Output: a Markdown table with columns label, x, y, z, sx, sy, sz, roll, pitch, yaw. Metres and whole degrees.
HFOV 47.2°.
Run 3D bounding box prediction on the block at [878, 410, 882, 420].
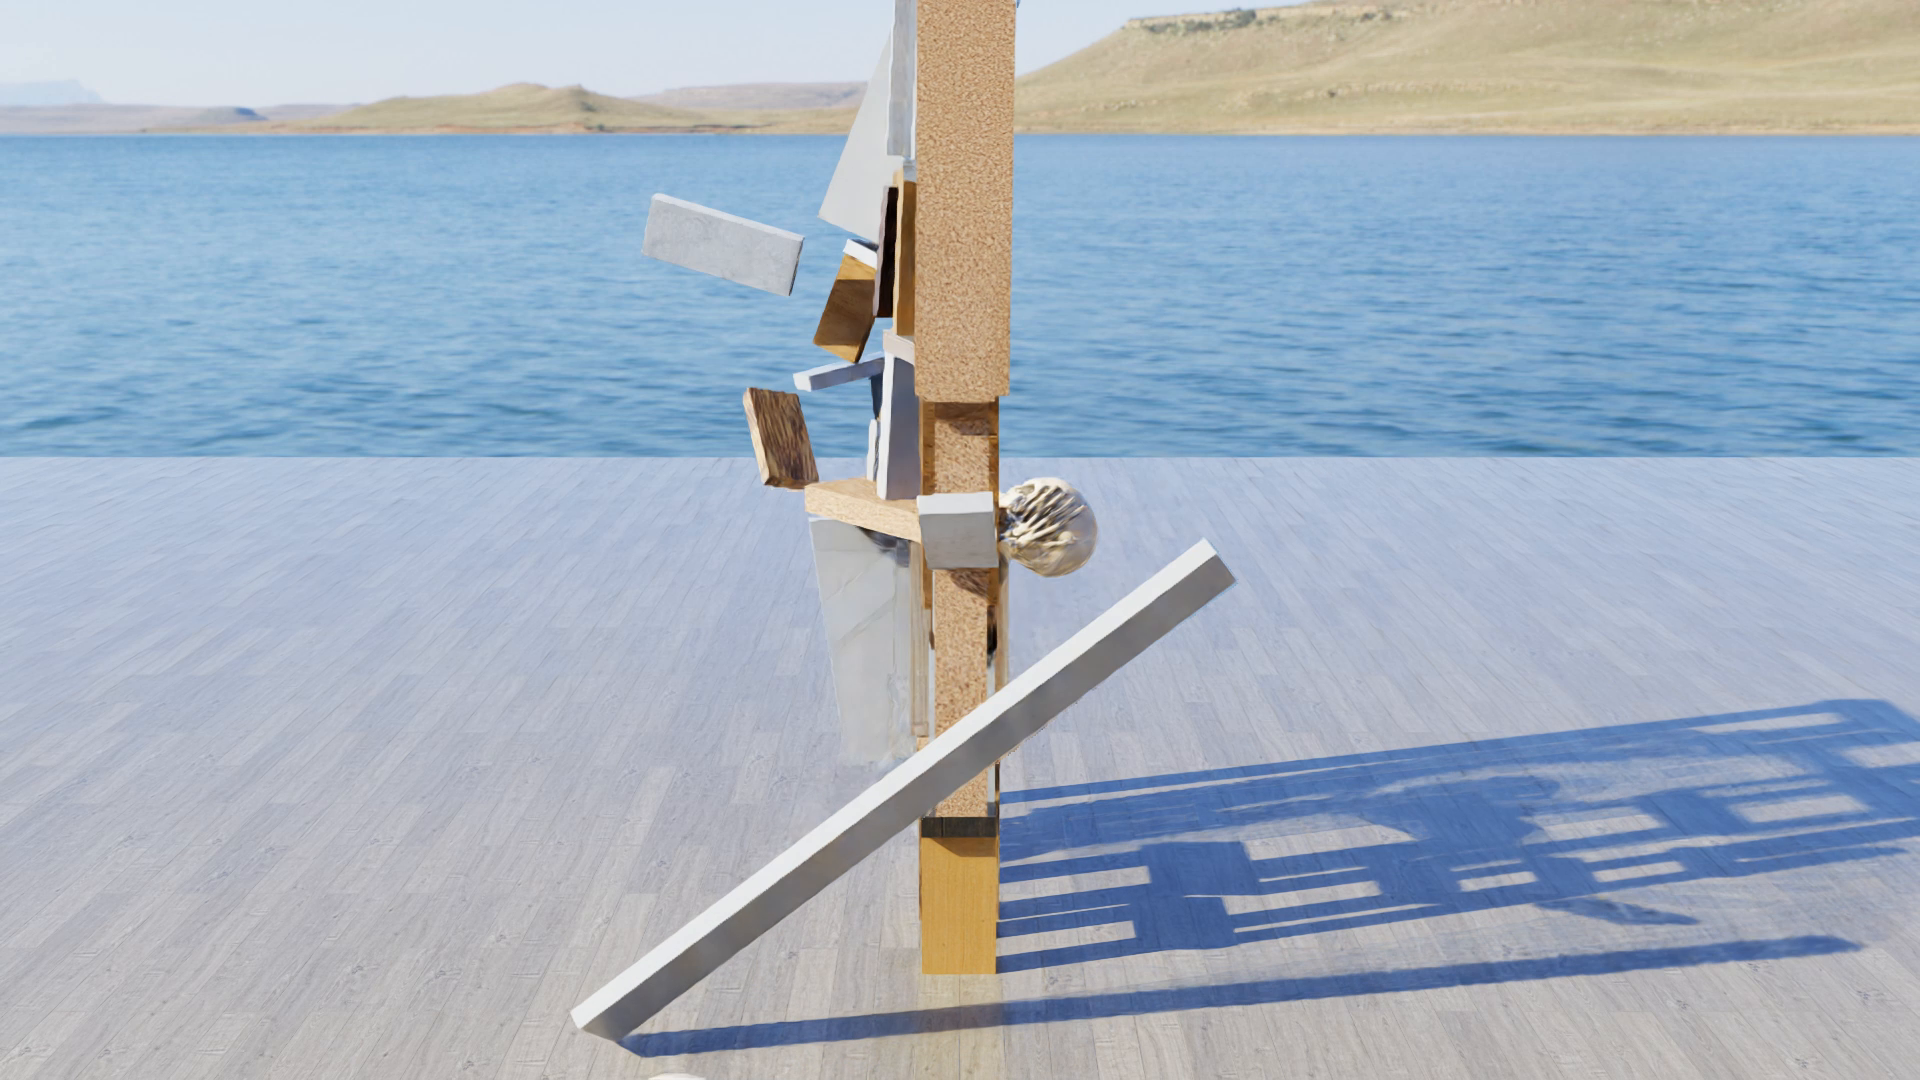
| label | x | y | z | sx | sy | sz | roll | pitch | yaw |
| --- | --- | --- | --- | --- | --- | --- | --- | --- | --- |
| block | -0.080 | -0.194 | 3.619 | 0.102 | 0.014 | 0.051 | 15 | -6 | -17 |

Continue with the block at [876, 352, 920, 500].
| label | x | y | z | sx | sy | sz | roll | pitch | yaw |
| --- | --- | --- | --- | --- | --- | --- | --- | --- | --- |
| block | -0.067 | -0.186 | 3.555 | 0.119 | 0.238 | 0.034 | -4 | 19 | -26 |

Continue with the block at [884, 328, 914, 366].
| label | x | y | z | sx | sy | sz | roll | pitch | yaw |
| --- | --- | --- | --- | --- | --- | --- | --- | --- | --- |
| block | -0.031 | -0.298 | 3.438 | 0.119 | 0.034 | 0.238 | -2 | 13 | -17 |

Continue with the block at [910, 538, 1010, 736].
| label | x | y | z | sx | sy | sz | roll | pitch | yaw |
| --- | --- | --- | --- | --- | --- | --- | --- | --- | --- |
| block | -0.002 | 0.155 | 3.525 | 0.157 | 0.314 | 0.044 | 0 | 9 | -3 |

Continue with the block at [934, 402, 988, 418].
| label | x | y | z | sx | sy | sz | roll | pitch | yaw |
| --- | --- | --- | --- | --- | --- | --- | --- | --- | --- |
| block | 0.003 | -0.198 | 3.205 | 0.077 | 0.022 | 0.154 | 0 | 11 | 1 |

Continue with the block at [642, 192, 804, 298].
| label | x | y | z | sx | sy | sz | roll | pitch | yaw |
| --- | --- | --- | --- | --- | --- | --- | --- | --- | --- |
| block | -0.400 | -0.497 | 3.706 | 0.260 | 0.103 | 0.029 | 17 | 28 | 1 |

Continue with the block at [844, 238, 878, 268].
| label | x | y | z | sx | sy | sz | roll | pitch | yaw |
| --- | --- | --- | --- | --- | --- | --- | --- | --- | --- |
| block | -0.124 | -0.489 | 3.813 | 0.085 | 0.024 | 0.170 | 29 | 16 | 20 |

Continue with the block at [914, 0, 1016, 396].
| label | x | y | z | sx | sy | sz | roll | pitch | yaw |
| --- | --- | --- | --- | --- | --- | --- | --- | --- | --- |
| block | 0.006 | -0.512 | 3.172 | 0.139 | 0.605 | 0.039 | 1 | 11 | 0 |

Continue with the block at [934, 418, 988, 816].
| label | x | y | z | sx | sy | sz | roll | pitch | yaw |
| --- | --- | --- | --- | --- | --- | --- | --- | --- | --- |
| block | 0.002 | 0.114 | 3.211 | 0.077 | 0.595 | 0.022 | 0 | 10 | -1 |

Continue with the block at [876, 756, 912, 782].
| label | x | y | z | sx | sy | sz | roll | pitch | yaw |
| --- | --- | --- | --- | --- | --- | --- | --- | --- | --- |
| block | -0.105 | 0.393 | 3.852 | 0.080 | 0.023 | 0.159 | -32 | 7 | 0 |

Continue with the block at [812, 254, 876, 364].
| label | x | y | z | sx | sy | sz | roll | pitch | yaw |
| --- | --- | --- | --- | --- | --- | --- | --- | --- | --- |
| block | -0.186 | -0.400 | 3.792 | 0.085 | 0.170 | 0.024 | 28 | 22 | 16 |

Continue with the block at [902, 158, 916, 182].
| label | x | y | z | sx | sy | sz | roll | pitch | yaw |
| --- | --- | --- | --- | --- | --- | --- | --- | --- | --- |
| block | -0.008 | -0.557 | 3.339 | 0.119 | 0.034 | 0.239 | 1 | 12 | -11 |

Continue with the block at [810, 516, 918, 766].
| label | x | y | z | sx | sy | sz | roll | pitch | yaw |
| --- | --- | --- | --- | --- | --- | --- | --- | --- | --- |
| block | -0.147 | 0.163 | 3.765 | 0.157 | 0.428 | 0.044 | -9 | 9 | -3 |

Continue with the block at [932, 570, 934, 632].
| label | x | y | z | sx | sy | sz | roll | pitch | yaw |
| --- | --- | --- | --- | --- | --- | --- | --- | --- | --- |
| block | -0.004 | 0.061 | 3.242 | 0.075 | 0.150 | 0.021 | 0 | 11 | 0 |

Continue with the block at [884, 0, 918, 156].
| label | x | y | z | sx | sy | sz | roll | pitch | yaw |
| --- | --- | --- | --- | --- | --- | --- | --- | --- | --- |
| block | -0.018 | -0.772 | 3.419 | 0.176 | 0.353 | 0.050 | 2 | 12 | -6 |

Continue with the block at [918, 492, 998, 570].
| label | x | y | z | sx | sy | sz | roll | pitch | yaw |
| --- | --- | --- | --- | --- | --- | --- | --- | --- | --- |
| block | -0.001 | -0.011 | 3.079 | 0.102 | 0.029 | 0.204 | -3 | -22 | 2 |

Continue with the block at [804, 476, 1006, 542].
| label | x | y | z | sx | sy | sz | roll | pitch | yaw |
| --- | --- | --- | --- | --- | --- | --- | --- | --- | --- |
| block | -0.092 | -0.051 | 3.598 | 0.157 | 0.044 | 0.314 | -11 | 18 | -44 |

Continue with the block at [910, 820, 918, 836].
| label | x | y | z | sx | sy | sz | roll | pitch | yaw |
| --- | --- | --- | --- | --- | --- | --- | --- | --- | --- |
| block | -0.051 | 0.474 | 3.803 | 0.080 | 0.159 | 0.023 | -32 | 3 | -2 |

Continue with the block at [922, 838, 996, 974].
| label | x | y | z | sx | sy | sz | roll | pitch | yaw |
| --- | --- | --- | --- | --- | --- | --- | --- | --- | --- |
| block | -0.002 | 0.543 | 3.313 | 0.111 | 0.222 | 0.031 | 0 | 11 | -1 |

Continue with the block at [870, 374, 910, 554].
| label | x | y | z | sx | sy | sz | roll | pitch | yaw |
| --- | --- | --- | --- | --- | --- | --- | --- | --- | --- |
| block | -0.091 | -0.046 | 3.906 | 0.027 | 0.518 | 0.095 | -9 | 4 | -43 |

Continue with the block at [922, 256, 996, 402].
| label | x | y | z | sx | sy | sz | roll | pitch | yaw |
| --- | --- | --- | --- | --- | --- | --- | --- | --- | --- |
| block | -0.001 | -0.299 | 3.129 | 0.102 | 0.204 | 0.029 | 0 | 11 | -1 |

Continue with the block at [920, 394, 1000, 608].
| label | x | y | z | sx | sy | sz | roll | pitch | yaw |
| --- | --- | --- | --- | --- | --- | --- | --- | --- | --- |
| block | -0.001 | -0.080 | 3.399 | 0.119 | 0.369 | 0.034 | -2 | 10 | -9 |

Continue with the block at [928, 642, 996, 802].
| label | x | y | z | sx | sy | sz | roll | pitch | yaw |
| --- | --- | --- | --- | --- | --- | --- | --- | --- | --- |
| block | 0.003 | 0.275 | 3.313 | 0.099 | 0.241 | 0.028 | 0 | 10 | -1 |

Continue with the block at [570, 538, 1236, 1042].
| label | x | y | z | sx | sy | sz | roll | pitch | yaw |
| --- | --- | --- | --- | --- | --- | --- | --- | --- | --- |
| block | -0.078 | 0.349 | 2.989 | 0.029 | 1.075 | 0.102 | 56 | 5 | 32 |

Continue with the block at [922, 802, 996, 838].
| label | x | y | z | sx | sy | sz | roll | pitch | yaw |
| --- | --- | --- | --- | --- | --- | --- | --- | --- | --- |
| block | -0.003 | 0.405 | 3.362 | 0.111 | 0.031 | 0.222 | 0 | 11 | -1 |

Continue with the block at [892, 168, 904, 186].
| label | x | y | z | sx | sy | sz | roll | pitch | yaw |
| --- | --- | --- | --- | --- | --- | --- | --- | --- | --- |
| block | -0.046 | -0.585 | 3.561 | 0.103 | 0.029 | 0.207 | -1 | 7 | -8 |

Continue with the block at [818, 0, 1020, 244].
| label | x | y | z | sx | sy | sz | roll | pitch | yaw |
| --- | --- | --- | --- | --- | --- | --- | --- | --- | --- |
| block | -0.065 | -0.732 | 3.680 | 0.176 | 0.484 | 0.050 | 24 | 13 | 5 |

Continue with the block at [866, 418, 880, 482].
| label | x | y | z | sx | sy | sz | roll | pitch | yaw |
| --- | --- | --- | --- | --- | --- | --- | --- | --- | --- |
| block | -0.131 | -0.152 | 3.666 | 0.014 | 0.102 | 0.051 | 14 | 16 | 35 |

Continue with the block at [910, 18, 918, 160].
| label | x | y | z | sx | sy | sz | roll | pitch | yaw |
| --- | --- | --- | --- | --- | --- | --- | --- | --- | --- |
| block | 0.003 | -0.712 | 3.320 | 0.139 | 0.277 | 0.039 | 1 | 13 | -9 |

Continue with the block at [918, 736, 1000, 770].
| label | x | y | z | sx | sy | sz | roll | pitch | yaw |
| --- | --- | --- | --- | --- | --- | --- | --- | --- | --- |
| block | -0.004 | 0.321 | 3.598 | 0.130 | 0.037 | 0.259 | 0 | 10 | -1 |

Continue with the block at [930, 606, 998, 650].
| label | x | y | z | sx | sy | sz | roll | pitch | yaw |
| --- | --- | --- | --- | --- | --- | --- | --- | --- | --- |
| block | 0.004 | 0.131 | 3.354 | 0.099 | 0.028 | 0.199 | 0 | 11 | 0 |

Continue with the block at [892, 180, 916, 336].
| label | x | y | z | sx | sy | sz | roll | pitch | yaw |
| --- | --- | --- | --- | --- | --- | --- | --- | --- | --- |
| block | -0.040 | -0.441 | 3.446 | 0.119 | 0.238 | 0.034 | 0 | 13 | -14 |

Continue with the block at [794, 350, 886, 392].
| label | x | y | z | sx | sy | sz | roll | pitch | yaw |
| --- | --- | --- | --- | --- | --- | --- | --- | --- | --- |
| block | -0.187 | -0.299 | 3.853 | 0.191 | 0.027 | 0.095 | -16 | 12 | -18 |

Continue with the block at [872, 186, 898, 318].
| label | x | y | z | sx | sy | sz | roll | pitch | yaw |
| --- | --- | --- | --- | --- | --- | --- | --- | --- | --- |
| block | -0.078 | -0.459 | 3.518 | 0.104 | 0.207 | 0.029 | 1 | 14 | -18 |

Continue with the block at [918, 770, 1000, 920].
| label | x | y | z | sx | sy | sz | roll | pitch | yaw |
| --- | --- | --- | --- | --- | --- | --- | --- | --- | --- |
| block | -0.002 | 0.482 | 3.540 | 0.130 | 0.259 | 0.037 | 0 | 10 | 0 |

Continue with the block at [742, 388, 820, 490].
| label | x | y | z | sx | sy | sz | roll | pitch | yaw |
| --- | --- | --- | --- | --- | --- | --- | --- | --- | --- |
| block | -0.306 | -0.172 | 3.755 | 0.095 | 0.191 | 0.027 | 6 | -39 | -31 |
